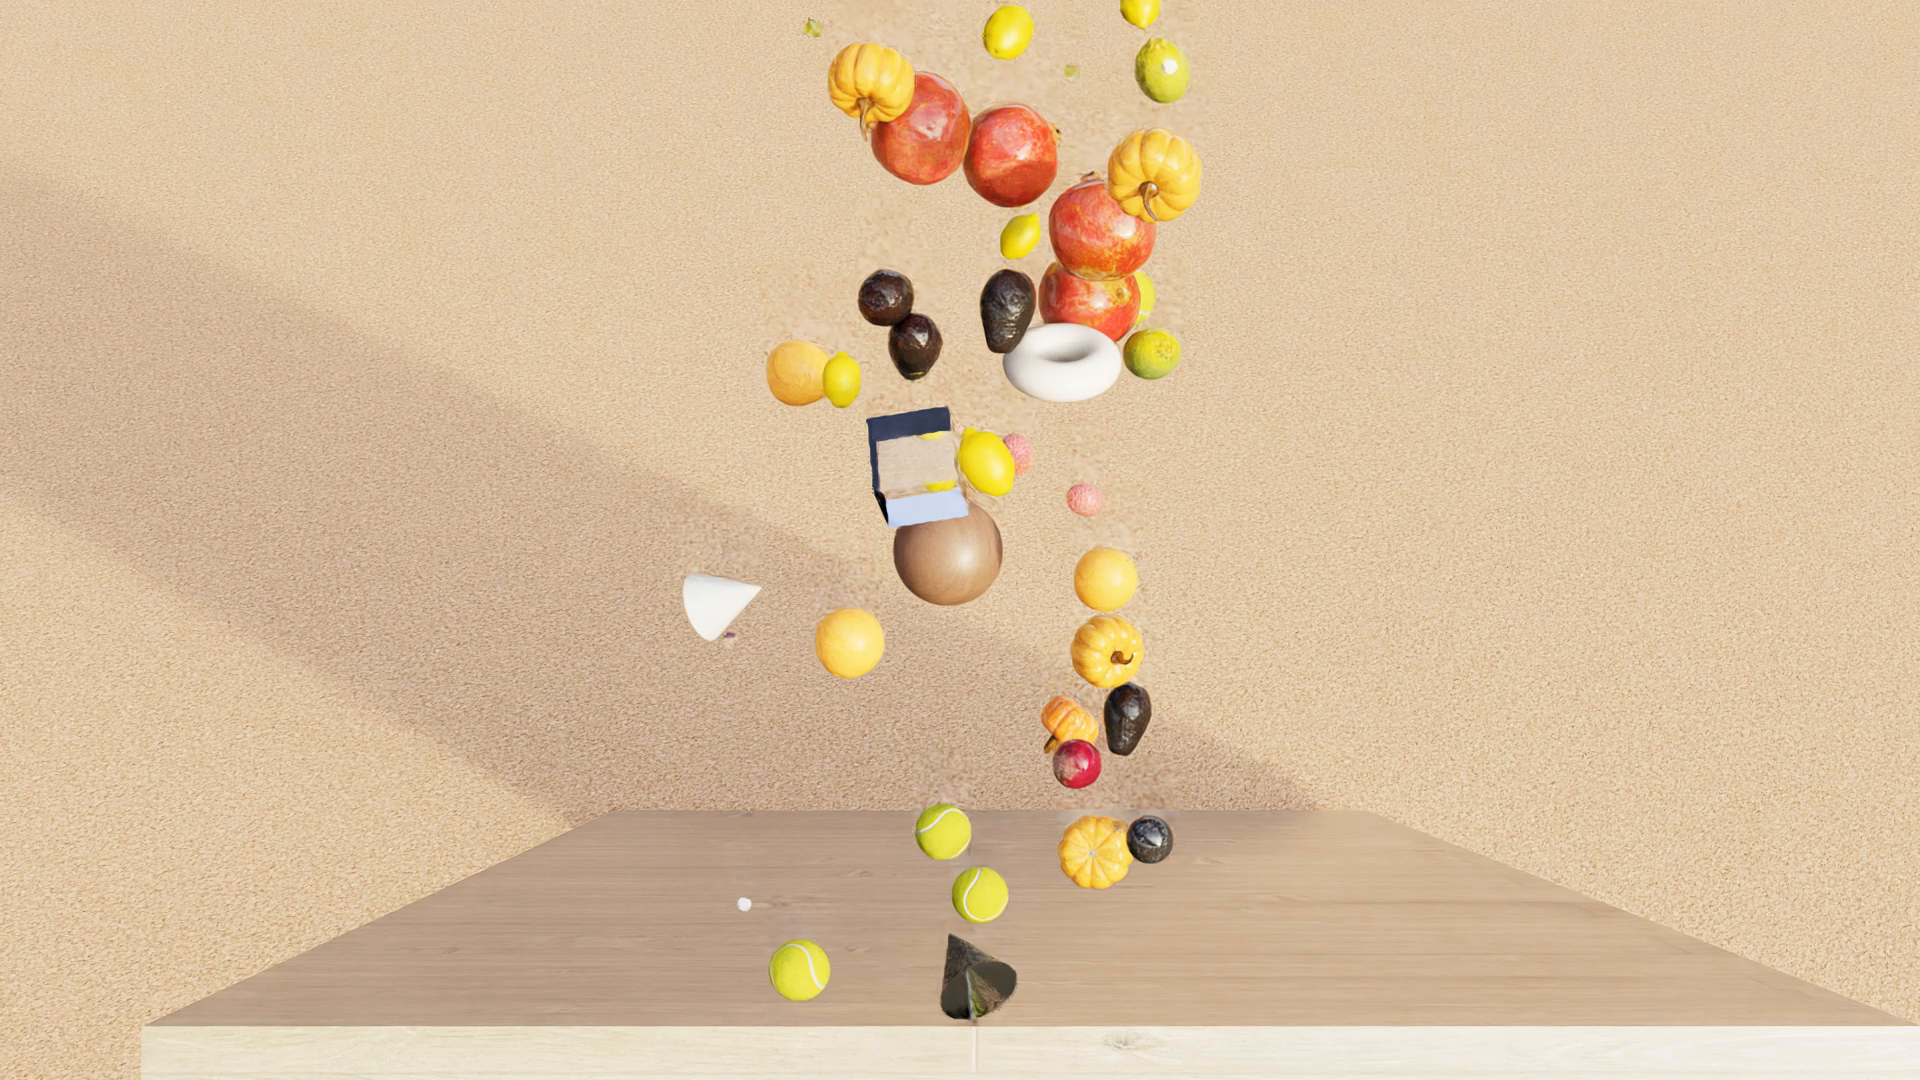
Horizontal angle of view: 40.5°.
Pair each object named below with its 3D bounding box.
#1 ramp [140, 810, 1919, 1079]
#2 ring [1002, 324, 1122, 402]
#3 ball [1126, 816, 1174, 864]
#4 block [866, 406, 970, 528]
[{"bbox_3d":[0.081,0.682,4.917,2.000,0.100,4.000,0,-2,0],"label":"ramp"},{"bbox_3d":[0.111,-0.193,2.823,0.129,0.043,0.129,0,34,0],"label":"ring"},{"bbox_3d":[0.213,0.336,2.920,0.054,0.054,0.054,0,37,0],"label":"ball"},{"bbox_3d":[-0.041,-0.072,2.580,0.082,0.082,0.082,-9,64,6],"label":"block"}]
